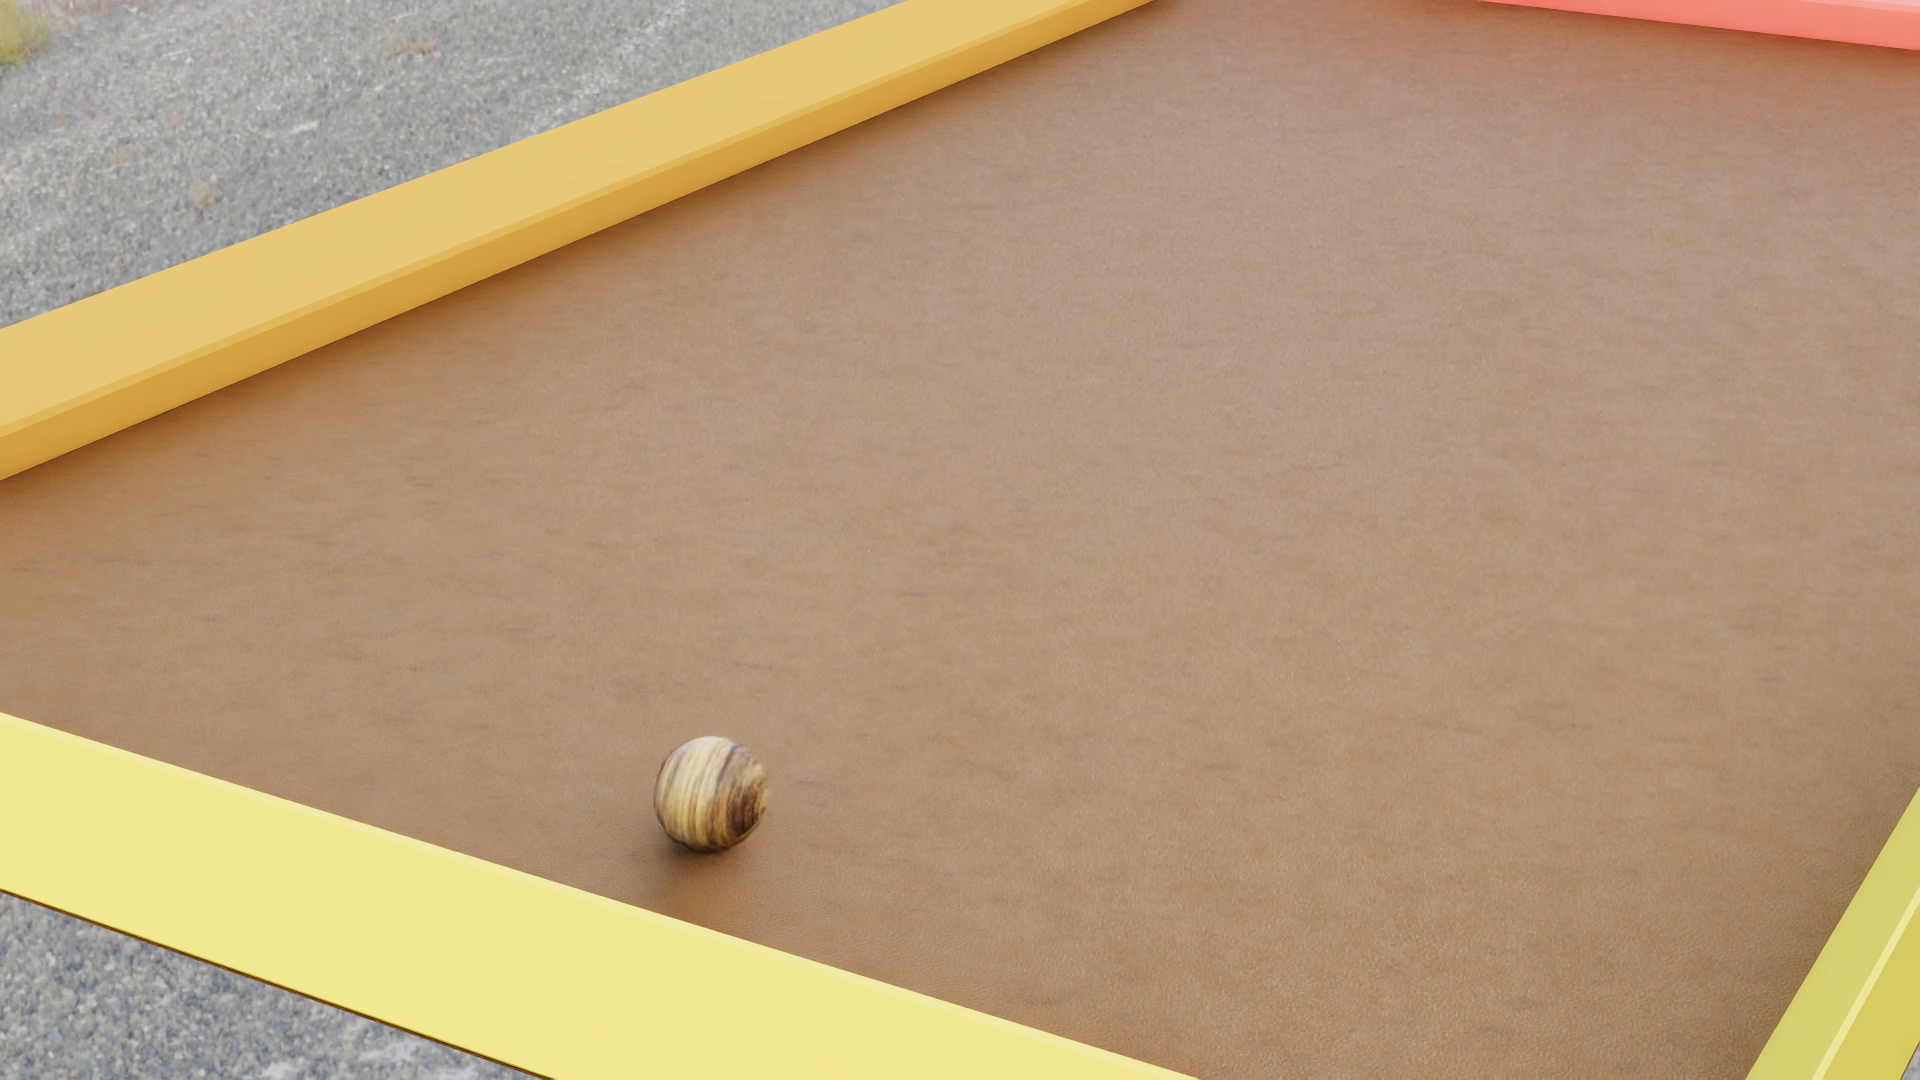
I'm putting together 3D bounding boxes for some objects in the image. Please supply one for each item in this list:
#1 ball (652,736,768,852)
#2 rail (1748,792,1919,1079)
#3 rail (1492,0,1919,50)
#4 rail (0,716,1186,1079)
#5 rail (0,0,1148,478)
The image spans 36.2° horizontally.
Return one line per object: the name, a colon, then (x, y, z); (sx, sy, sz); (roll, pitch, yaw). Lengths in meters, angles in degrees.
ball: (-0.142, 0.144, 1.672); (0.065, 0.065, 0.065); (0, 23, 0)
rail: (0.927, -0.109, 2.218); (0.045, 0.112, 2.597); (12, 26, 27)
rail: (0.961, -0.667, 3.559); (1.439, 0.112, 0.045); (12, 26, 27)
rail: (-0.312, 0.181, 1.520); (1.439, 0.112, 0.045); (12, 26, 27)
rail: (-0.279, -0.376, 2.860); (0.045, 0.112, 2.597); (12, 26, 27)
